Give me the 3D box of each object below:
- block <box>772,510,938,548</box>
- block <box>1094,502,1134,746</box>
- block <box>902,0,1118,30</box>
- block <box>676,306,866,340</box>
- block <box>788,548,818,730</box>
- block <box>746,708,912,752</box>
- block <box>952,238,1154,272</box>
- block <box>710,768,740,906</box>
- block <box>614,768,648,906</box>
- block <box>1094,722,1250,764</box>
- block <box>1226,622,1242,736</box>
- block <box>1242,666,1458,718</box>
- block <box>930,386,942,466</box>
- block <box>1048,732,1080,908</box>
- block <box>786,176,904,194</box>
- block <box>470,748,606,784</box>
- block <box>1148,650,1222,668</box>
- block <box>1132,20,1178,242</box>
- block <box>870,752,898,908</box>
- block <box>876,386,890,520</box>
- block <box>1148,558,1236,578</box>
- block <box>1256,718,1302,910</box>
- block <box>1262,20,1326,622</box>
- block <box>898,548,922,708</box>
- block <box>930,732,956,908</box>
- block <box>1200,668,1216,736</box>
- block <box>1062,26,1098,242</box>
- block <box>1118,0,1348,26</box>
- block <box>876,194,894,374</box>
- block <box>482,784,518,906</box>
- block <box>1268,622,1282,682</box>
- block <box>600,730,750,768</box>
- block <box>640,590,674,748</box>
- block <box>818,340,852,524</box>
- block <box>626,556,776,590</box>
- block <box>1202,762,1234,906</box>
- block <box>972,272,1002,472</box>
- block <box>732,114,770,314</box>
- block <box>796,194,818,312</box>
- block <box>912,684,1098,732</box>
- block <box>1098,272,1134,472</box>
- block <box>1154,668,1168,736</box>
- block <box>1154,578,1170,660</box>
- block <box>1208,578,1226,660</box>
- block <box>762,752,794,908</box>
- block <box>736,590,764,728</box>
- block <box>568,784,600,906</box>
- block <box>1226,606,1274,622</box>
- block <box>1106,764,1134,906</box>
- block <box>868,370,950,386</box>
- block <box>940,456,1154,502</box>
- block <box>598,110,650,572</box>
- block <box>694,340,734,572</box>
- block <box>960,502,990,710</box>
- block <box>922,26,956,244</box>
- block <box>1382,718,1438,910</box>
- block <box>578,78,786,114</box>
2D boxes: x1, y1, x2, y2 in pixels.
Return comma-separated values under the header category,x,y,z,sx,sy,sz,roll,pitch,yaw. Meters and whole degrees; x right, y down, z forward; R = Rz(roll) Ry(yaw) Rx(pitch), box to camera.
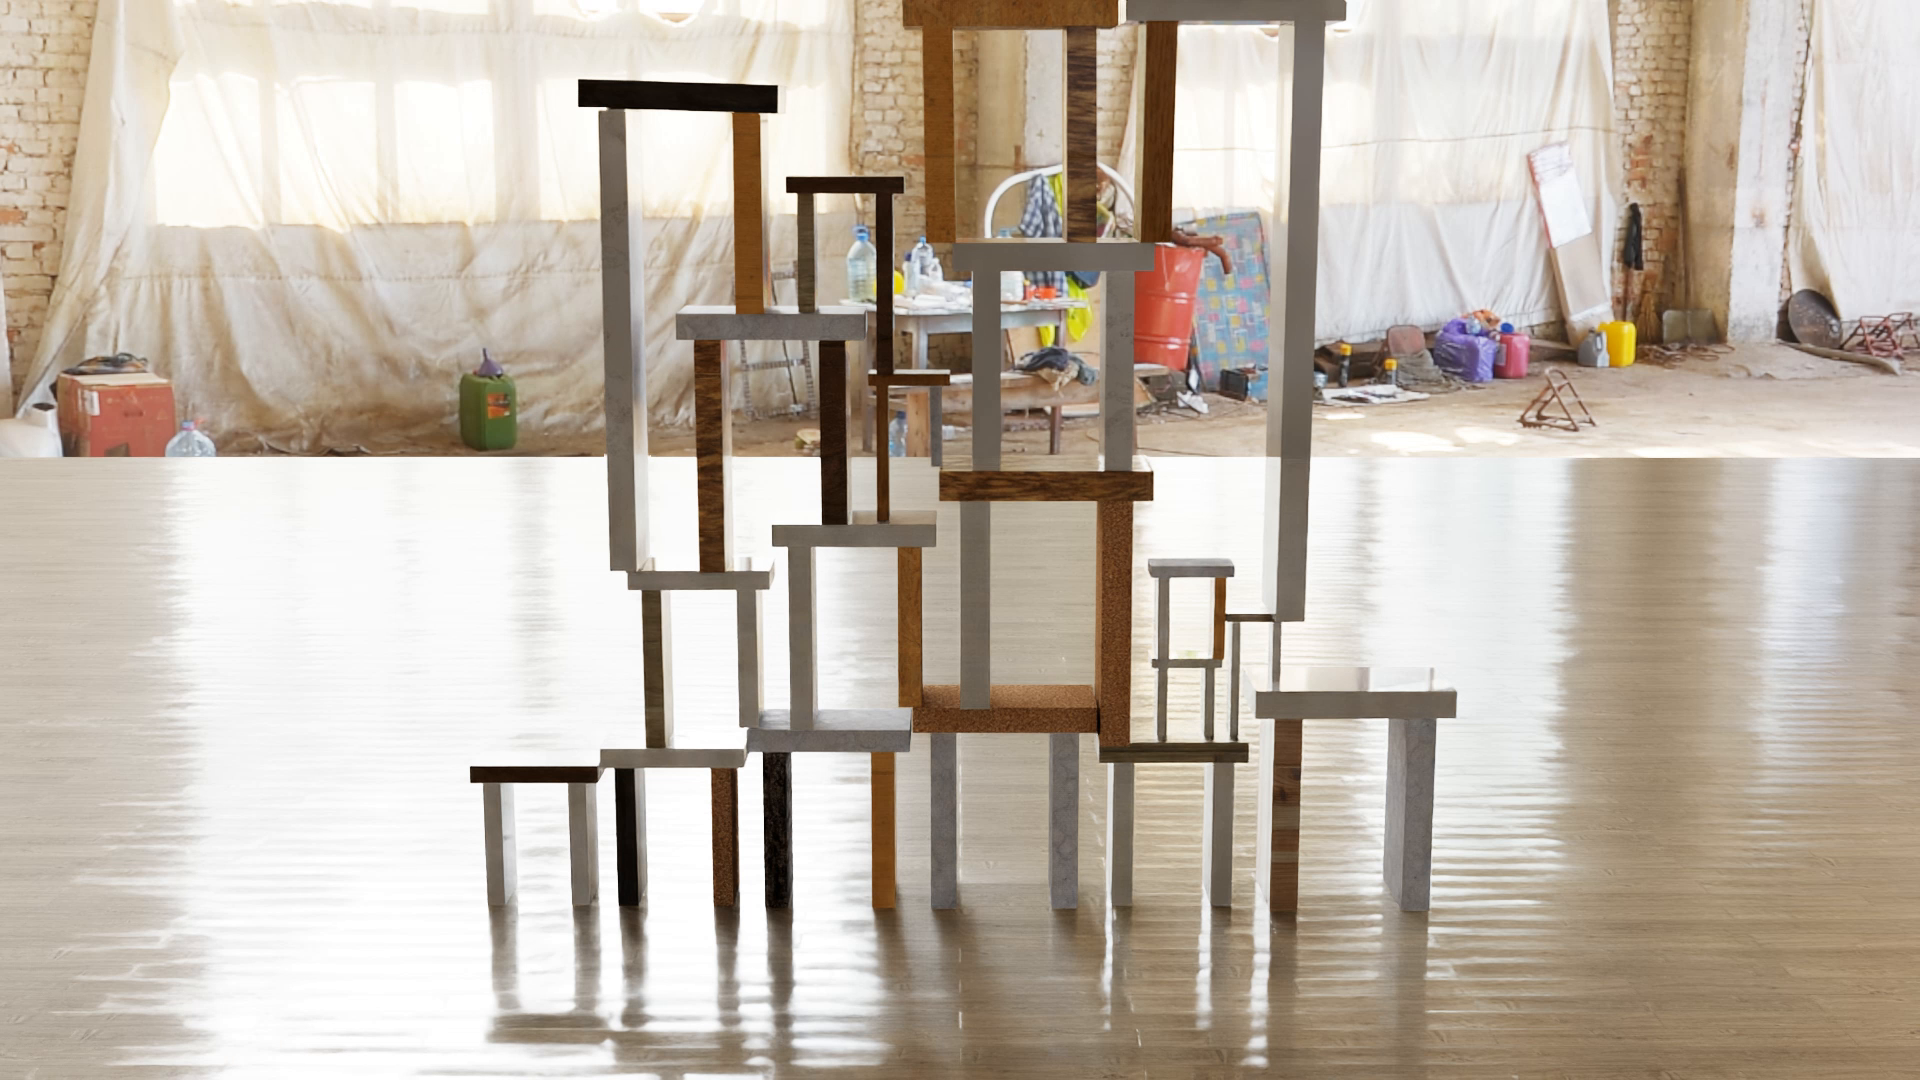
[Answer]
category,x,y,z,sx,sy,sz,roll,pitch,yaw
block,-0.168,-0.019,3.553,0.262,0.037,0.131,0,11,0
block,0.250,0.120,3.584,0.048,0.400,0.169,0,11,0
block,0.076,-0.817,3.407,0.326,0.046,0.163,0,11,0
block,-0.297,-0.345,3.495,0.292,0.041,0.146,0,11,-1
block,-0.255,0.147,3.584,0.037,0.300,0.131,0,11,0
block,-0.213,0.313,3.615,0.264,0.037,0.132,0,11,0
block,0.145,-0.452,3.473,0.312,0.044,0.156,0,11,0
block,-0.389,0.475,3.648,0.033,0.234,0.117,0,11,0
block,-0.545,0.475,3.648,0.033,0.234,0.117,0,11,0
block,0.347,0.334,3.624,0.243,0.034,0.122,0,11,0
block,0.448,0.222,3.604,0.014,0.191,0.050,0,11,0
block,0.635,0.250,3.606,0.323,0.046,0.162,0,11,0
block,-0.038,-0.186,3.523,0.018,0.130,0.065,-1,11,0
block,0.171,0.443,3.645,0.042,0.297,0.148,0,11,0
block,-0.179,-0.559,3.453,0.184,0.026,0.092,0,11,-1
block,-0.693,0.372,3.625,0.208,0.029,0.104,0,11,0
block,0.369,0.195,3.599,0.115,0.016,0.058,0,11,0
block,0.305,-0.638,3.441,0.047,0.333,0.167,1,11,0
block,-0.125,0.461,3.643,0.037,0.264,0.132,0,11,0
block,-0.124,-0.143,3.530,0.018,0.217,0.065,0,11,0
block,0.375,0.045,3.569,0.135,0.019,0.068,0,11,0
block,0.528,0.431,3.639,0.046,0.323,0.162,0,11,0
block,0.528,-0.343,3.496,0.047,0.932,0.167,0,11,0
block,-0.081,0.128,3.581,0.037,0.262,0.131,0,11,0
block,-0.027,0.443,3.645,0.042,0.297,0.149,0,11,0
block,0.407,0.260,3.611,0.016,0.115,0.058,0,11,0
block,0.186,-0.634,3.441,0.046,0.326,0.163,-1,11,0
block,0.418,-0.824,3.405,0.333,0.047,0.167,0,11,0
block,-0.118,-0.407,3.481,0.026,0.282,0.092,0,11,0
block,-0.762,0.488,3.647,0.029,0.208,0.104,0,11,0
block,0.515,0.178,3.596,0.014,0.100,0.050,0,11,0
block,-0.467,0.343,3.623,0.234,0.033,0.117,0,11,0
block,-0.494,0.198,3.597,0.032,0.262,0.114,0,11,0
block,-0.199,-0.181,3.527,0.041,0.293,0.146,0,11,0
block,-0.418,0.054,3.569,0.228,0.032,0.114,0,11,0
block,0.428,0.470,3.649,0.034,0.243,0.122,0,11,0
block,0.041,-0.276,3.507,0.044,0.312,0.156,0,11,0
block,-0.327,-0.515,3.458,0.043,0.306,0.153,0,11,-1
block,-0.240,-0.455,3.471,0.026,0.184,0.092,0,11,-1
block,0.072,0.277,3.614,0.297,0.042,0.149,0,11,0
block,0.249,-0.276,3.505,0.044,0.312,0.156,0,11,0
block,0.330,0.260,3.612,0.016,0.115,0.058,0,11,0
block,0.329,0.121,3.583,0.019,0.135,0.068,-1,11,0
block,0.419,0.121,3.583,0.019,0.135,0.067,0,11,0
block,-0.301,0.461,3.643,0.037,0.264,0.132,0,11,0
block,-0.342,0.182,3.594,0.032,0.228,0.114,0,11,0
block,-0.624,0.488,3.647,0.029,0.208,0.104,0,11,0
block,0.481,0.121,3.586,0.100,0.014,0.050,0,11,0
block,0.266,0.470,3.650,0.034,0.243,0.121,0,11,0
block,-0.081,-0.259,3.508,0.130,0.018,0.065,0,11,0
block,0.137,-0.100,3.544,0.338,0.048,0.169,0,11,0
block,-0.532,-0.317,3.492,0.043,0.717,0.153,0,10,0
block,-0.394,-0.143,3.532,0.041,0.370,0.146,0,11,0
block,0.024,0.090,3.579,0.048,0.338,0.169,0,10,0
block,-0.031,-0.633,3.441,0.046,0.326,0.163,-1,11,0
block,0.743,0.431,3.639,0.046,0.323,0.162,0,11,0
block,-0.429,-0.691,3.425,0.306,0.043,0.153,2,11,0
